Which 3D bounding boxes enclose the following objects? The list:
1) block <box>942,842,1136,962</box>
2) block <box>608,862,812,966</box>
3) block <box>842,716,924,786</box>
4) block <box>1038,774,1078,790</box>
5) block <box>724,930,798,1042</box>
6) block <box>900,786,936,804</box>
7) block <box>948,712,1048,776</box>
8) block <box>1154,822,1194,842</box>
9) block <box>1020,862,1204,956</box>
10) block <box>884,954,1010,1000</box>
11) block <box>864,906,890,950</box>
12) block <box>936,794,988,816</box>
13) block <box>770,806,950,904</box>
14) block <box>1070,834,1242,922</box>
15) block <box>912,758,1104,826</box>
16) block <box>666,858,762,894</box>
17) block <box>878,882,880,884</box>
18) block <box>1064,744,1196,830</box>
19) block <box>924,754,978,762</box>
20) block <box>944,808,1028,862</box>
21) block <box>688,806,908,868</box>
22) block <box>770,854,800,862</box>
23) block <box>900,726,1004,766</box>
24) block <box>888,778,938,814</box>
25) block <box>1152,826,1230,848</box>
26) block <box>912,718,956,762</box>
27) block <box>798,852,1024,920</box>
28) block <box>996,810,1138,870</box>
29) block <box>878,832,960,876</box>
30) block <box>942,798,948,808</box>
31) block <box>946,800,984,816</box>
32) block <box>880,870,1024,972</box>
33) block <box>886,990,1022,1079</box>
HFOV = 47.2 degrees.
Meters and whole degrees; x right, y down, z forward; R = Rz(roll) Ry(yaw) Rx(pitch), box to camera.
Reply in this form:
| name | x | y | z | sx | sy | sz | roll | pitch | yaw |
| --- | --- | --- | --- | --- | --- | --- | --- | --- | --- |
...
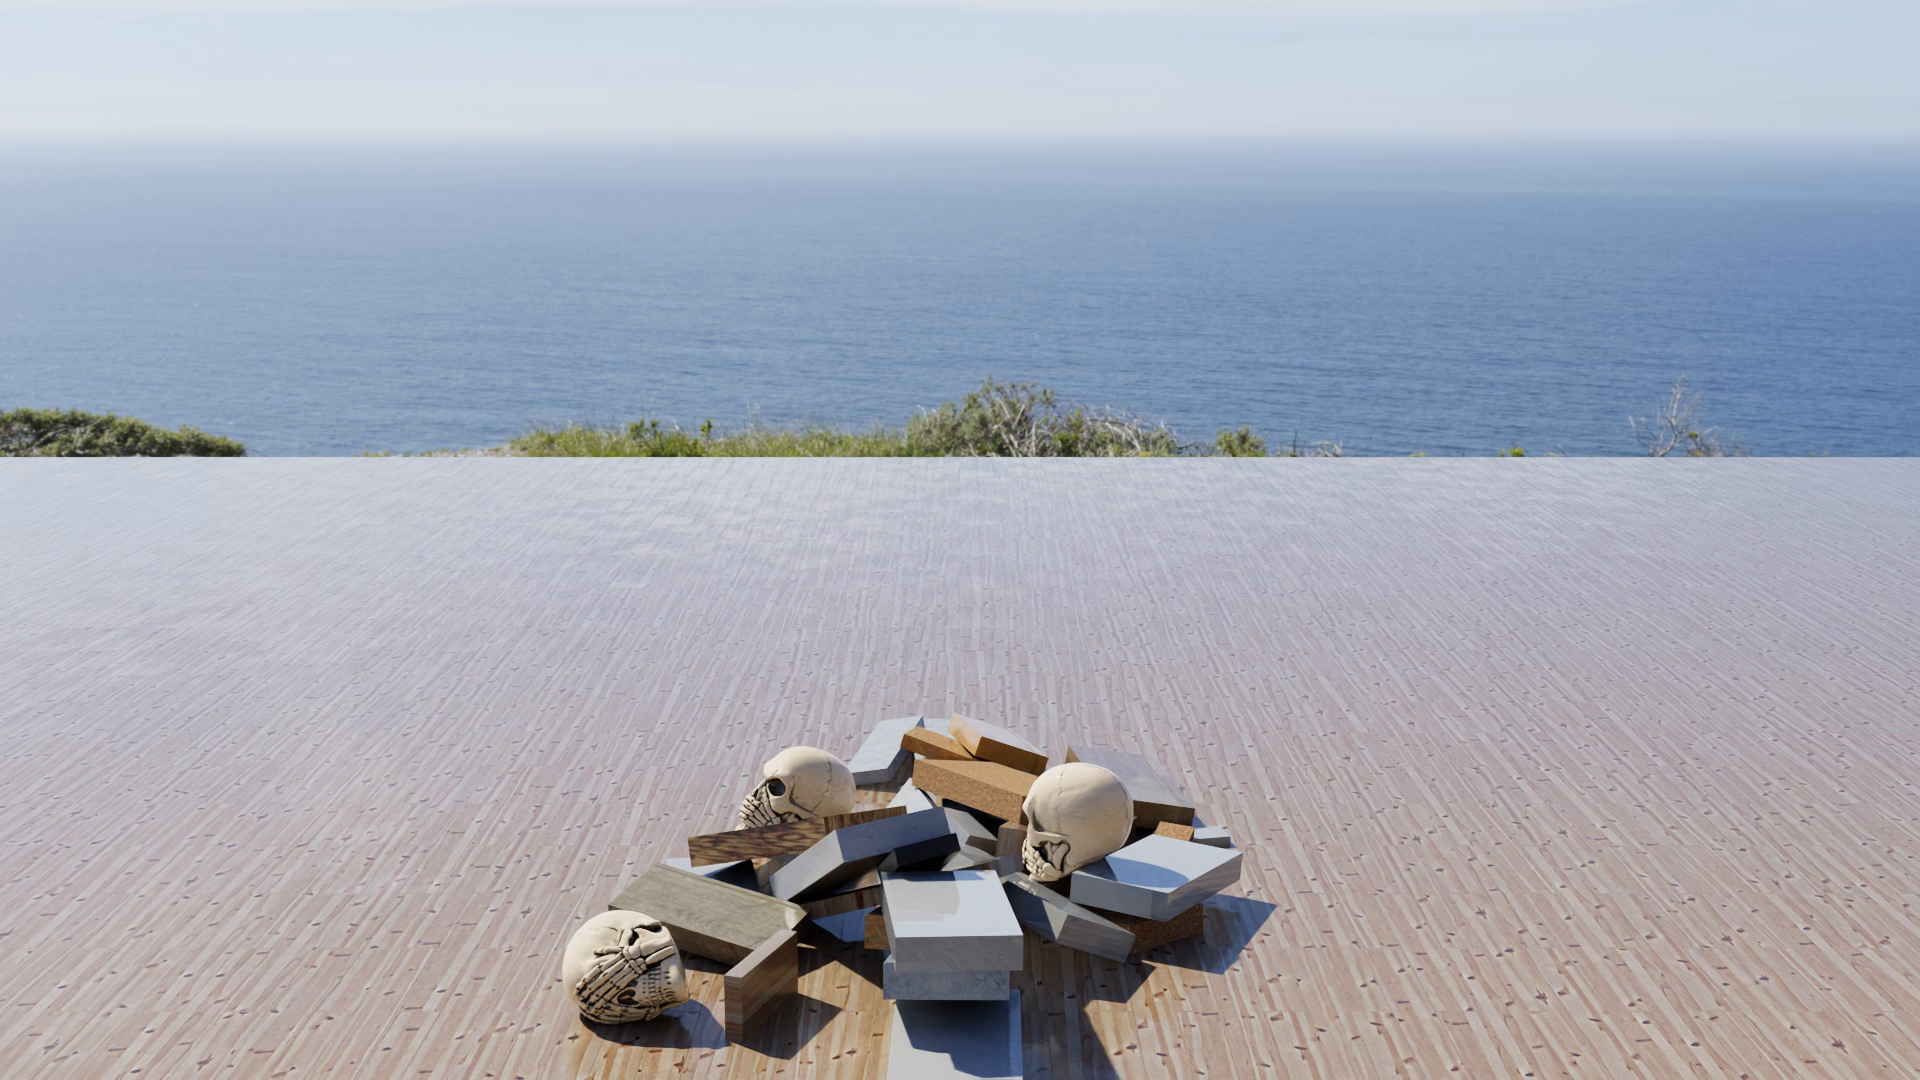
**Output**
| name | x | y | z | sx | sy | sz | roll | pitch | yaw |
| --- | --- | --- | --- | --- | --- | --- | --- | --- | --- |
| block | 0.087 | 0.554 | 3.450 | 0.162 | 0.046 | 0.381 | 25 | -2 | -42 |
| block | -0.388 | 0.586 | 3.414 | 0.282 | 0.040 | 0.141 | 13 | 25 | 22 |
| block | -0.151 | 0.421 | 4.413 | 0.092 | 0.026 | 0.331 | -8 | 12 | 13 |
| block | 0.182 | 0.486 | 4.159 | 0.092 | 0.026 | 0.184 | -4 | 11 | -20 |
| block | -0.284 | 0.637 | 3.154 | 0.027 | 0.095 | 0.191 | 4 | 11 | 19 |
| block | -0.042 | 0.496 | 4.105 | 0.094 | 0.027 | 0.187 | -3 | 11 | -16 |
| block | 0.072 | 0.404 | 4.360 | 0.141 | 0.040 | 0.282 | 19 | 1 | -12 |
| block | 0.368 | 0.534 | 3.854 | 0.063 | 0.018 | 0.125 | 8 | 22 | 15 |
| block | 0.220 | 0.586 | 3.564 | 0.162 | 0.046 | 0.325 | -8 | 13 | -38 |
| block | -0.015 | 0.614 | 3.122 | 0.170 | 0.048 | 0.340 | 0 | -7 | 1 |
| block | -0.035 | 0.582 | 3.342 | 0.170 | 0.048 | 0.340 | 1 | -4 | 6 |
| block | 0.003 | 0.486 | 4.008 | 0.094 | 0.027 | 0.187 | 3 | 26 | 2 |
| block | -0.159 | 0.491 | 3.394 | 0.175 | 0.050 | 0.350 | -9 | -16 | -25 |
| block | 0.320 | 0.542 | 3.544 | 0.162 | 0.046 | 0.325 | 8 | 8 | 27 |
| block | 0.079 | 0.441 | 3.853 | 0.171 | 0.048 | 0.341 | 6 | 2 | -34 |
| block | -0.401 | 0.582 | 3.602 | 0.141 | 0.040 | 0.282 | -2 | 11 | -11 |
| block | -0.105 | 0.580 | 3.668 | 0.069 | 0.020 | 0.138 | -3 | 11 | -14 |
| block | 0.314 | 0.465 | 4.128 | 0.171 | 0.048 | 0.341 | 9 | 9 | -10 |
| block | -0.025 | 0.438 | 4.159 | 0.094 | 0.027 | 0.187 | 5 | -15 | -5 |
| block | 0.047 | 0.508 | 3.788 | 0.185 | 0.026 | 0.092 | 19 | 13 | -44 |
| block | -0.265 | 0.483 | 3.577 | 0.175 | 0.050 | 0.350 | -2 | -10 | -45 |
| block | -0.337 | 0.535 | 3.794 | 0.063 | 0.018 | 0.125 | 11 | -6 | 46 |
| block | -0.011 | 0.419 | 4.317 | 0.196 | 0.028 | 0.098 | 19 | 9 | 13 |
| block | -0.088 | 0.497 | 3.915 | 0.028 | 0.098 | 0.196 | 38 | 0 | -17 |
| block | 0.413 | 0.533 | 3.927 | 0.125 | 0.018 | 0.063 | -3 | 11 | -14 |
| block | -0.048 | 0.430 | 4.457 | 0.098 | 0.028 | 0.410 | -1 | 11 | -5 |
| block | -0.103 | 0.545 | 3.409 | 0.422 | 0.027 | 0.095 | -18 | -7 | 30 |
| block | 0.188 | 0.507 | 3.772 | 0.171 | 0.048 | 0.363 | 8 | 2 | 14 |
| block | -0.063 | 0.480 | 3.301 | 0.095 | 0.027 | 0.191 | -13 | -15 | -13 |
| block | 0.001 | 0.509 | 3.911 | 0.063 | 0.018 | 0.127 | -1 | 36 | -3 |
| block | 0.003 | 0.489 | 3.885 | 0.063 | 0.018 | 0.127 | 6 | 24 | 10 |
| block | -0.017 | 0.531 | 3.083 | 0.170 | 0.048 | 0.340 | 0 | 6 | -5 |
| block | -0.008 | 0.731 | 2.773 | 0.175 | 0.050 | 0.738 | 0 | 11 | 1 |
